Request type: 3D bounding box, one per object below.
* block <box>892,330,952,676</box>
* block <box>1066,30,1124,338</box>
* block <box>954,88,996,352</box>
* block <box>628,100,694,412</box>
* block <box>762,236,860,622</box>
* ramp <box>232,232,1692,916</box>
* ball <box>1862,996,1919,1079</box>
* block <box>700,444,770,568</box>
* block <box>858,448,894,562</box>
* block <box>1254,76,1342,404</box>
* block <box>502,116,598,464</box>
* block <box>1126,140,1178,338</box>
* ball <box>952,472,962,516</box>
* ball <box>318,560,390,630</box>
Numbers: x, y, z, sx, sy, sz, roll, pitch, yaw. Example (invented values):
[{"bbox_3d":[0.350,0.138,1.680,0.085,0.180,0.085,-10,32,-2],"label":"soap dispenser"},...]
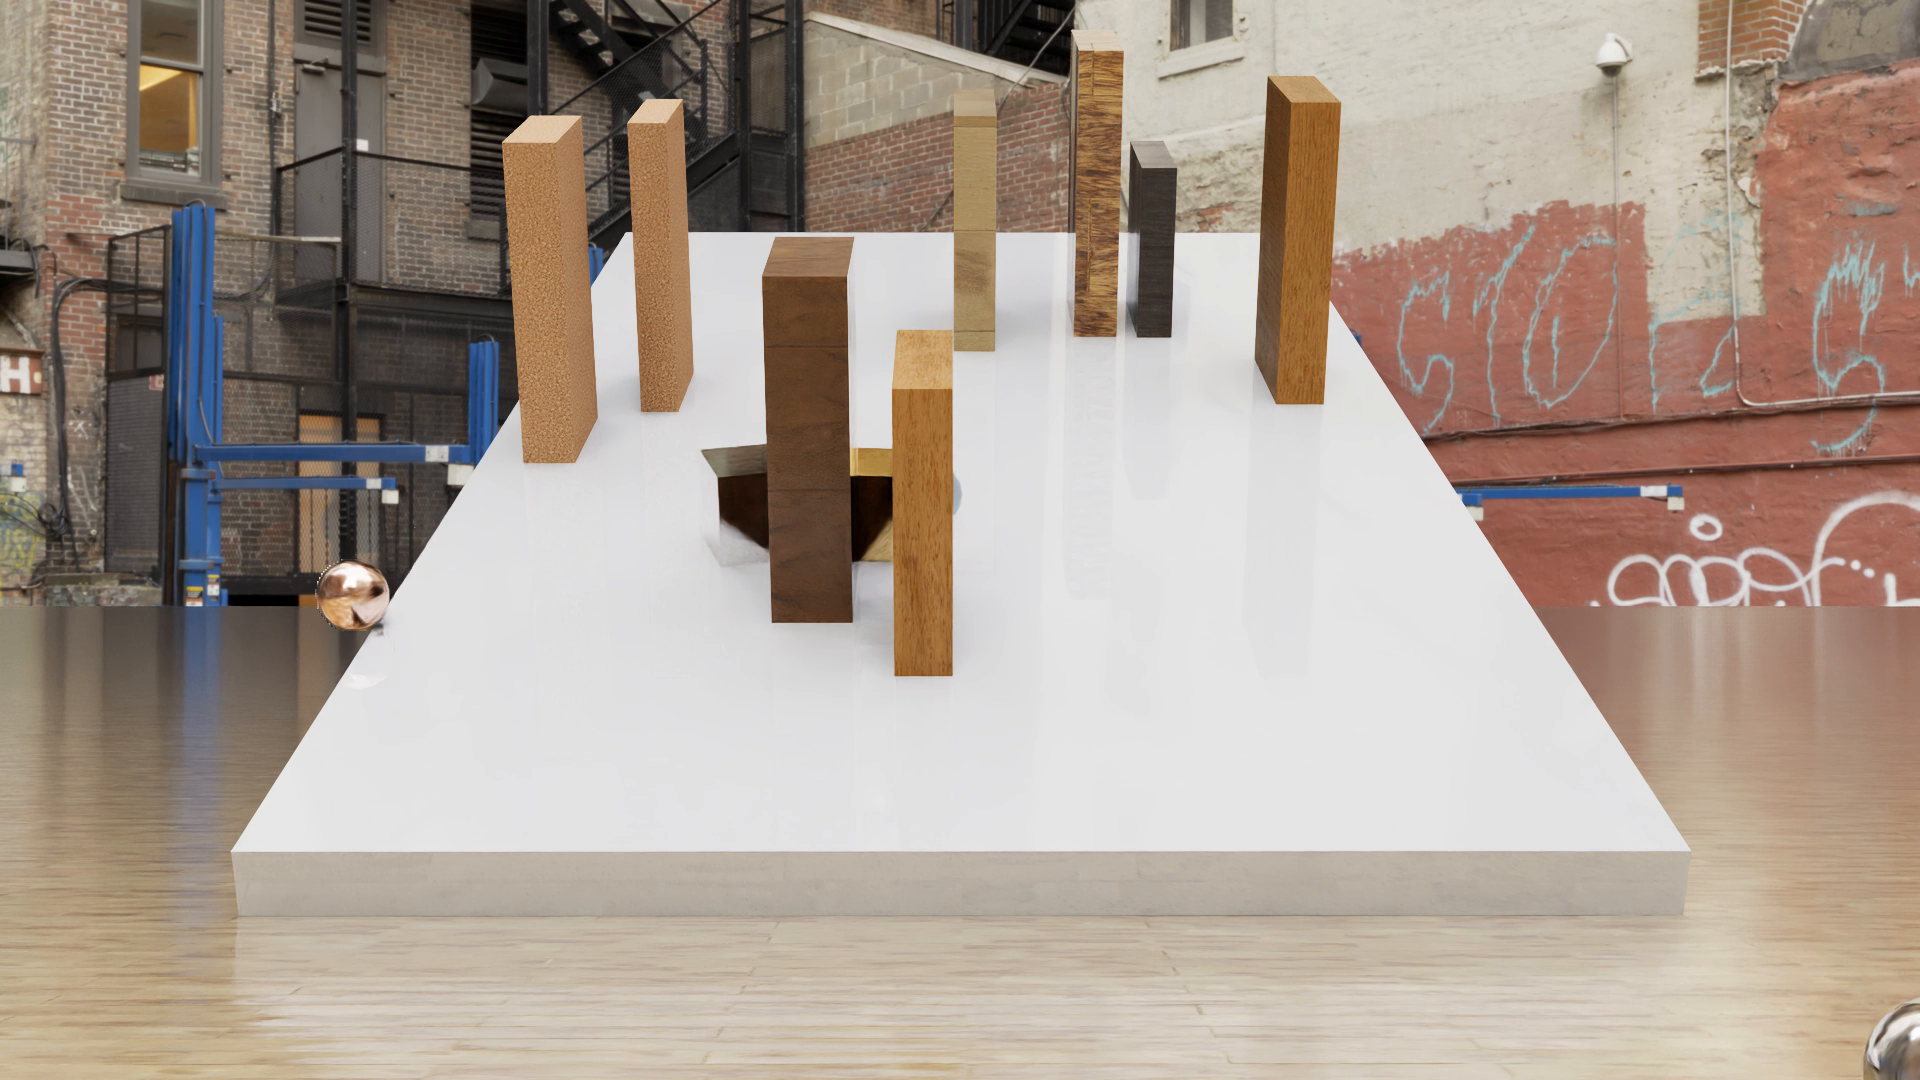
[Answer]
[{"bbox_3d":[-0.059,-0.068,3.760,0.095,0.483,0.365,0,20,0],"label":"block"},{"bbox_3d":[0.340,-0.912,5.764,0.108,0.711,0.392,0,20,0],"label":"block"},{"bbox_3d":[0.035,-0.807,5.670,0.102,0.576,0.424,0,20,0],"label":"block"},{"bbox_3d":[-0.673,-0.646,5.118,0.083,0.646,0.326,0,20,0],"label":"block"},{"bbox_3d":[-0.254,-0.195,3.927,0.139,0.607,0.303,0,20,0],"label":"block"},{"bbox_3d":[-0.005,-0.205,4.999,2.000,0.100,4.000,0,20,0],"label":"ramp"},{"bbox_3d":[0.773,0.418,1.762,0.132,0.132,0.132,0,-2,0],"label":"ball"},{"bbox_3d":[-0.379,-0.068,4.212,0.174,0.174,0.174,-6,21,-16],"label":"block"},{"bbox_3d":[-0.126,-0.065,4.217,0.167,0.167,0.167,2,20,6],"label":"block"},{"bbox_3d":[0.771,-0.695,5.208,0.108,0.681,0.394,0,20,0],"label":"block"},{"bbox_3d":[-0.857,-0.530,4.763,0.107,0.669,0.327,0,20,0],"label":"block"},{"bbox_3d":[0.488,-0.776,5.804,0.087,0.429,0.386,0,20,0],"label":"block"},{"bbox_3d":[-0.053,-0.087,4.352,0.117,0.117,0.117,0,-2,0],"label":"ball"},{"bbox_3d":[-1.032,0.094,3.855,0.118,0.118,0.118,0,-2,0],"label":"ball"}]
